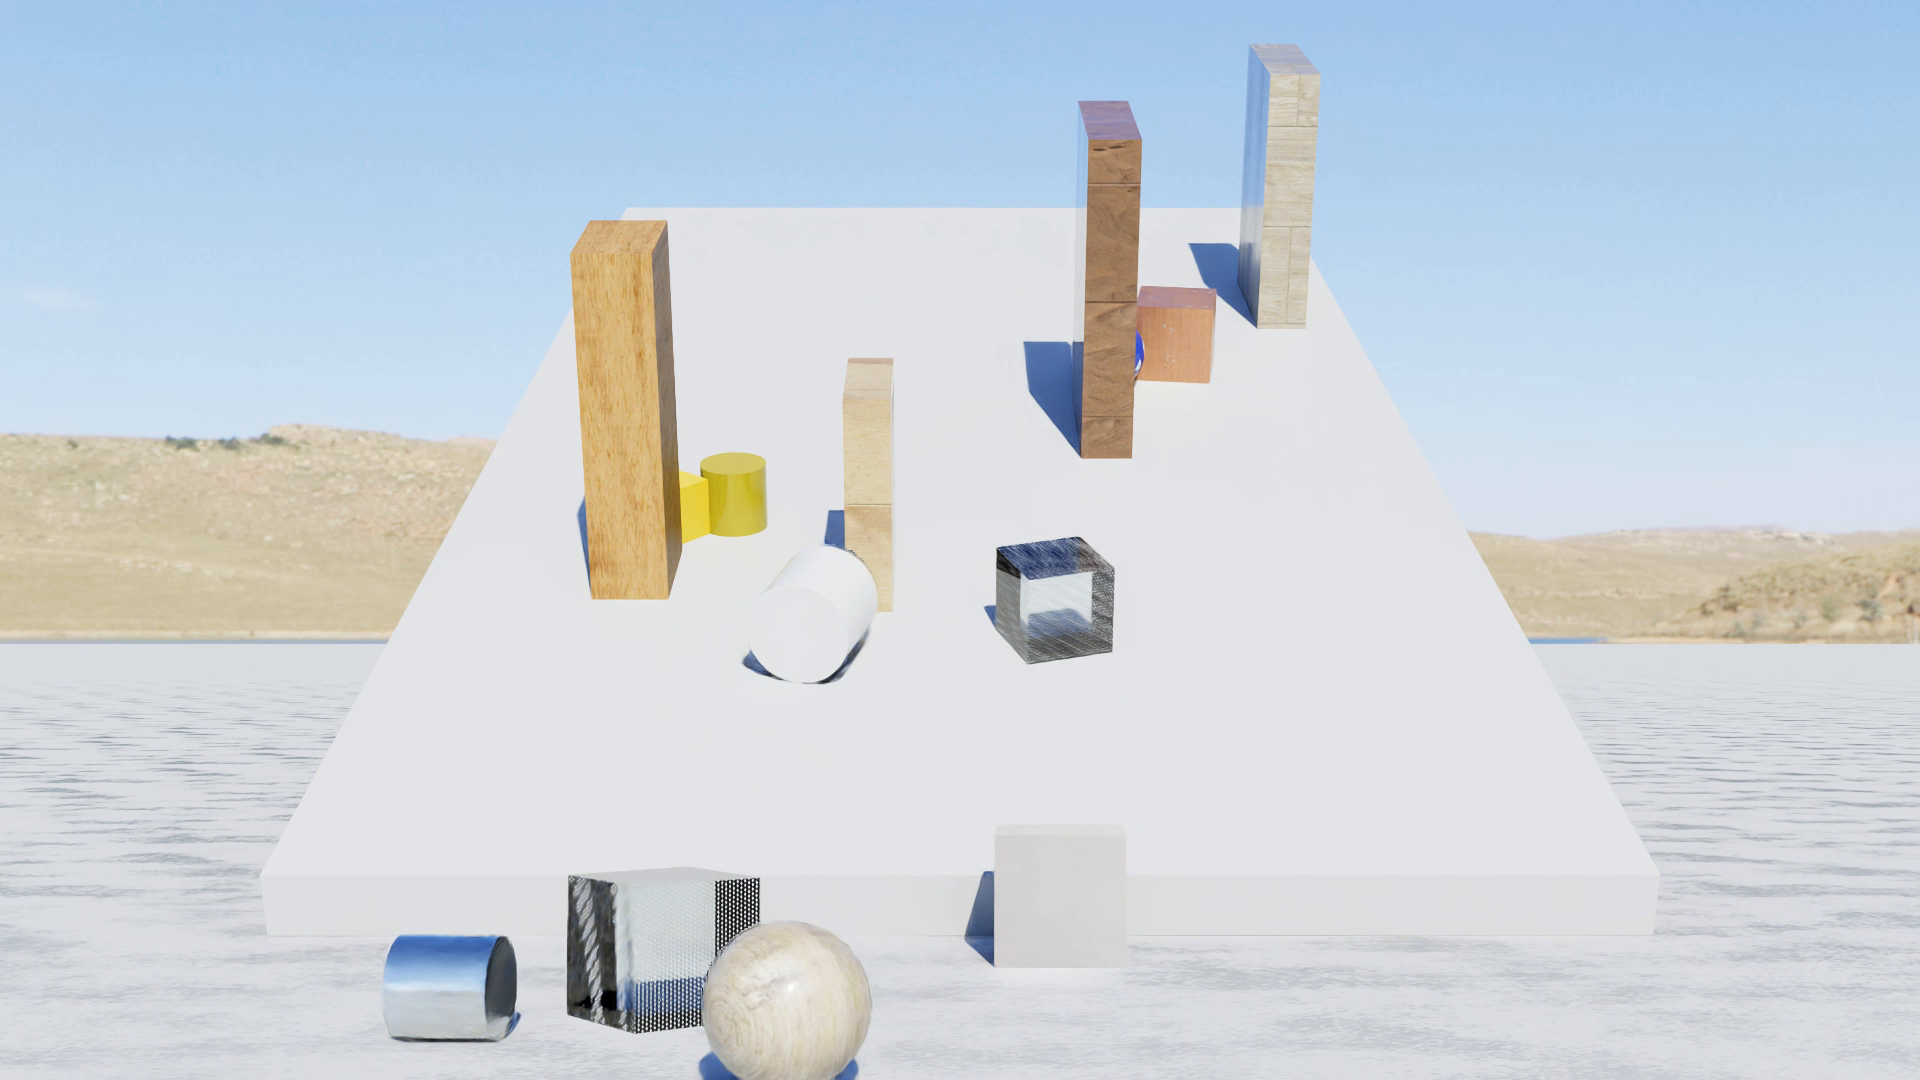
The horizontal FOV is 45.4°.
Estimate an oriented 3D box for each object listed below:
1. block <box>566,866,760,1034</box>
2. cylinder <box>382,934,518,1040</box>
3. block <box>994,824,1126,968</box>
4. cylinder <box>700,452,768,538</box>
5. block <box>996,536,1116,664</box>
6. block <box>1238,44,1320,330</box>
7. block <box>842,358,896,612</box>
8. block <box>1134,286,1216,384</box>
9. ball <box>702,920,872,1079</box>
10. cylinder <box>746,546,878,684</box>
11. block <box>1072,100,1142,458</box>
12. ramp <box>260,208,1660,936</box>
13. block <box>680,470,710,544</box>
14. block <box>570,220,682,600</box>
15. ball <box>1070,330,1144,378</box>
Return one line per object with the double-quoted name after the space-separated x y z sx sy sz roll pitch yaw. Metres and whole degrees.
-0.337 0.462 2.607 0.159 0.159 0.159 2 -3 -37 "block"
-0.546 0.479 2.461 0.111 0.111 0.111 0 -2 7 "cylinder"
0.134 0.475 3.078 0.172 0.172 0.172 0 -2 2 "block"
-0.445 -0.090 4.516 0.130 0.130 0.130 0 22 0 "cylinder"
0.164 0.104 3.998 0.158 0.158 0.158 -8 23 -18 "block"
0.812 -0.912 5.882 0.122 0.641 0.435 0 22 0 "block"
-0.164 -0.103 4.181 0.084 0.404 0.243 0 22 0 "block"
0.510 -0.488 5.444 0.181 0.181 0.181 3 22 8 "block"
-0.164 0.443 2.179 0.161 0.161 0.161 0 -2 0 "ball"
-0.251 0.126 3.914 0.179 0.179 0.179 -1 21 15 "cylinder"
0.313 -0.567 4.960 0.109 0.687 0.403 0 22 0 "block"
-0.006 -0.220 5.150 2.000 0.100 4.000 0 22 0 "ramp"
-0.570 -0.063 4.470 0.114 0.114 0.114 18 28 37 "block"
-0.603 -0.236 4.184 0.141 0.648 0.240 0 22 0 "block"
0.342 -0.435 5.323 0.173 0.173 0.173 0 -2 0 "ball"
